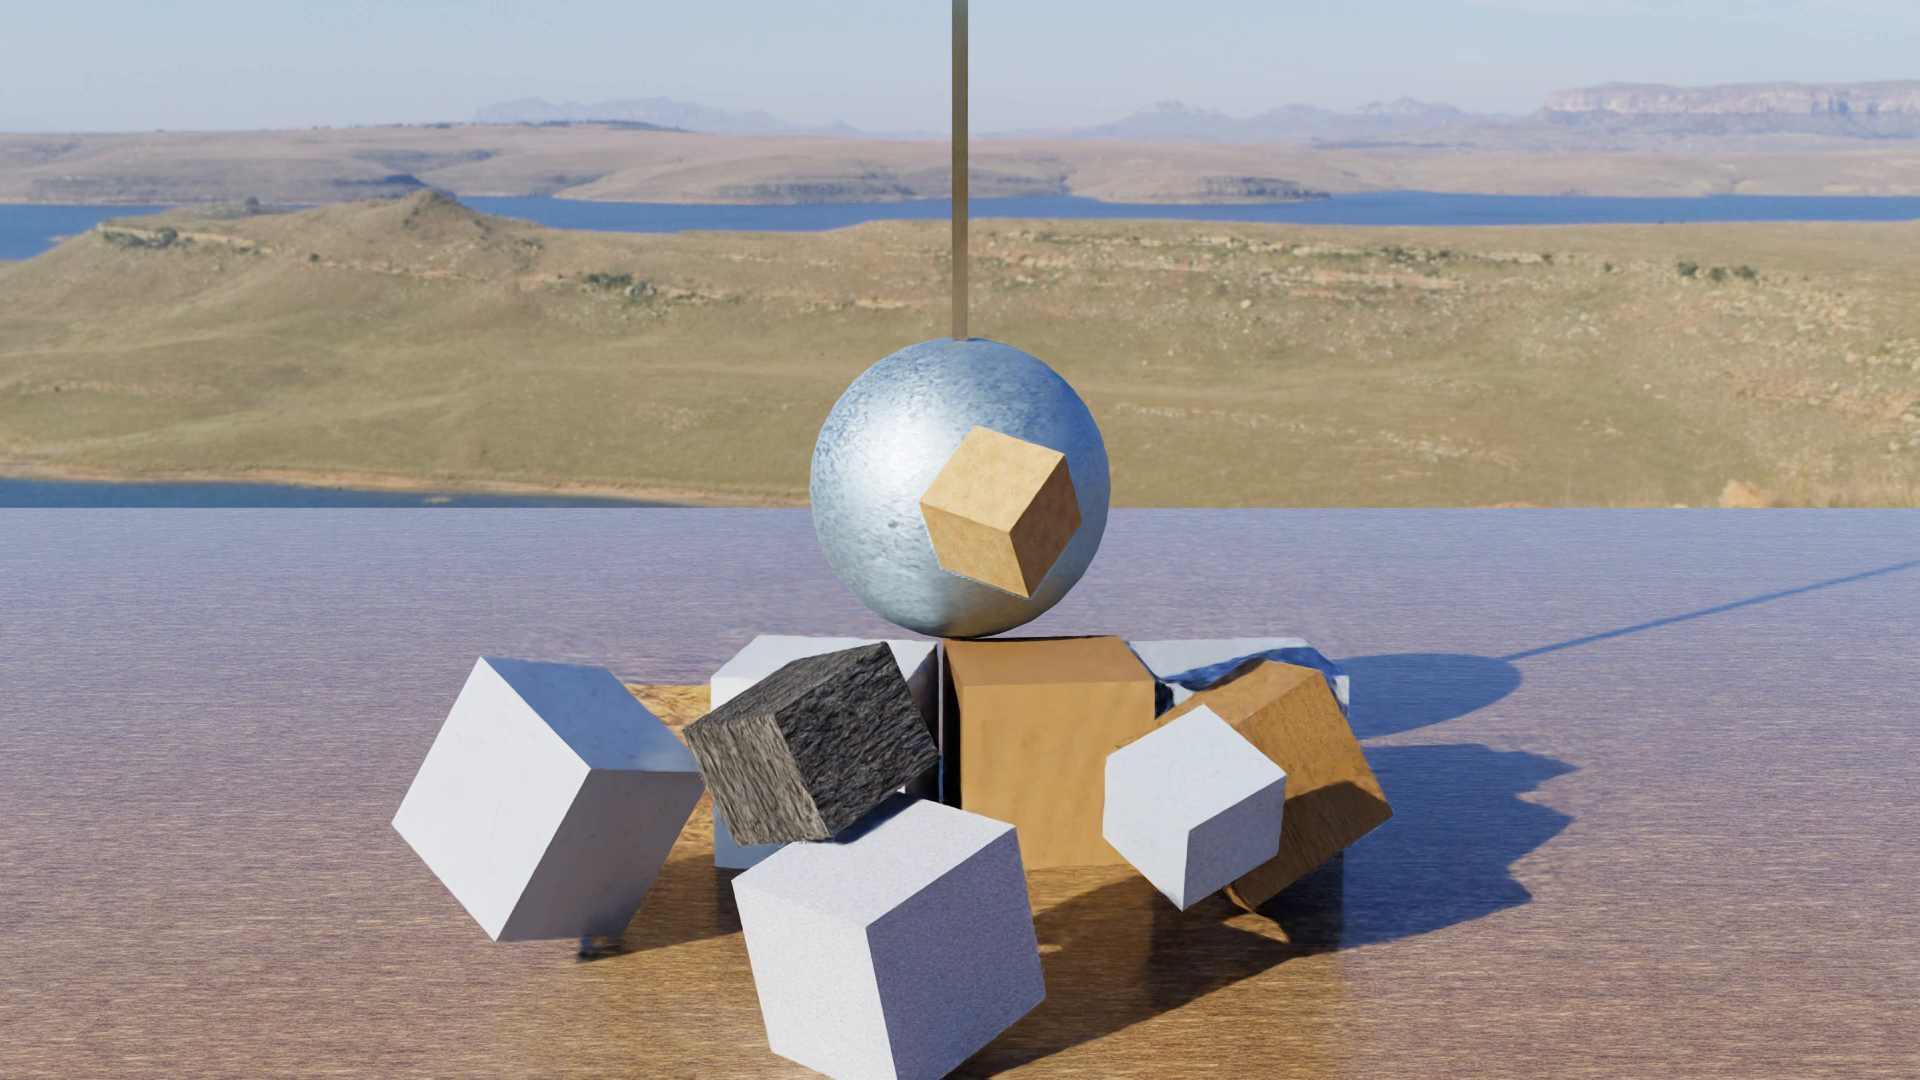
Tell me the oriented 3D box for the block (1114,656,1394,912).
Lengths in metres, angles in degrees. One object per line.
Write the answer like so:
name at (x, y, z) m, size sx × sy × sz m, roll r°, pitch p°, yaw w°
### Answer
block at (1.360, 1.114, 10.239) m, size 0.820 × 0.773 × 0.709 m, roll -31°, pitch 11°, yaw -14°

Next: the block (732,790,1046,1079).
block at (-0.262, 1.540, 8.461) m, size 0.732 × 0.769 × 0.815 m, roll 10°, pitch 28°, yaw 43°

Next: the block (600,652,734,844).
block at (-1.488, 1.069, 11.384) m, size 0.750 × 0.824 × 0.677 m, roll 1°, pitch 10°, yaw 6°

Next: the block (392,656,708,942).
block at (-1.787, 1.133, 9.648) m, size 0.829 × 0.885 × 0.771 m, roll 39°, pitch 15°, yaw 32°

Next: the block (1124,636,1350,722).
block at (1.383, 1.046, 11.315) m, size 0.974 × 0.893 × 0.907 m, roll -1°, pitch 10°, yaw -7°

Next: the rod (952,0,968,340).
rod at (0.000, -3.553, 10.767) m, size 0.080 × 5.200 × 0.080 m, roll 0°, pitch 15°, yaw 0°

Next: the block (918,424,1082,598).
block at (0.183, -0.126, 9.619) m, size 0.464 × 0.455 × 0.470 m, roll 19°, pitch 59°, yaw 29°

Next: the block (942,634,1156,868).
block at (0.427, 1.055, 11.184) m, size 0.938 × 0.922 × 1.014 m, roll -1°, pitch 10°, yaw -6°

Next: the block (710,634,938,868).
block at (-0.658, 1.062, 11.058) m, size 0.947 × 0.954 × 0.936 m, roll 2°, pitch 10°, yaw 9°

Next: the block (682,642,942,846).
block at (-0.590, 0.815, 8.744) m, size 0.636 × 0.526 × 0.631 m, roll -32°, pitch 12°, yaw -40°

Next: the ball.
ball at (0.000, -0.274, 11.668) m, size 1.600 × 1.600 × 1.600 m, roll 0°, pitch 10°, yaw 0°

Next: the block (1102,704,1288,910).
block at (0.969, 1.107, 9.143) m, size 0.528 × 0.476 × 0.516 m, roll -25°, pitch 45°, yaw -27°
